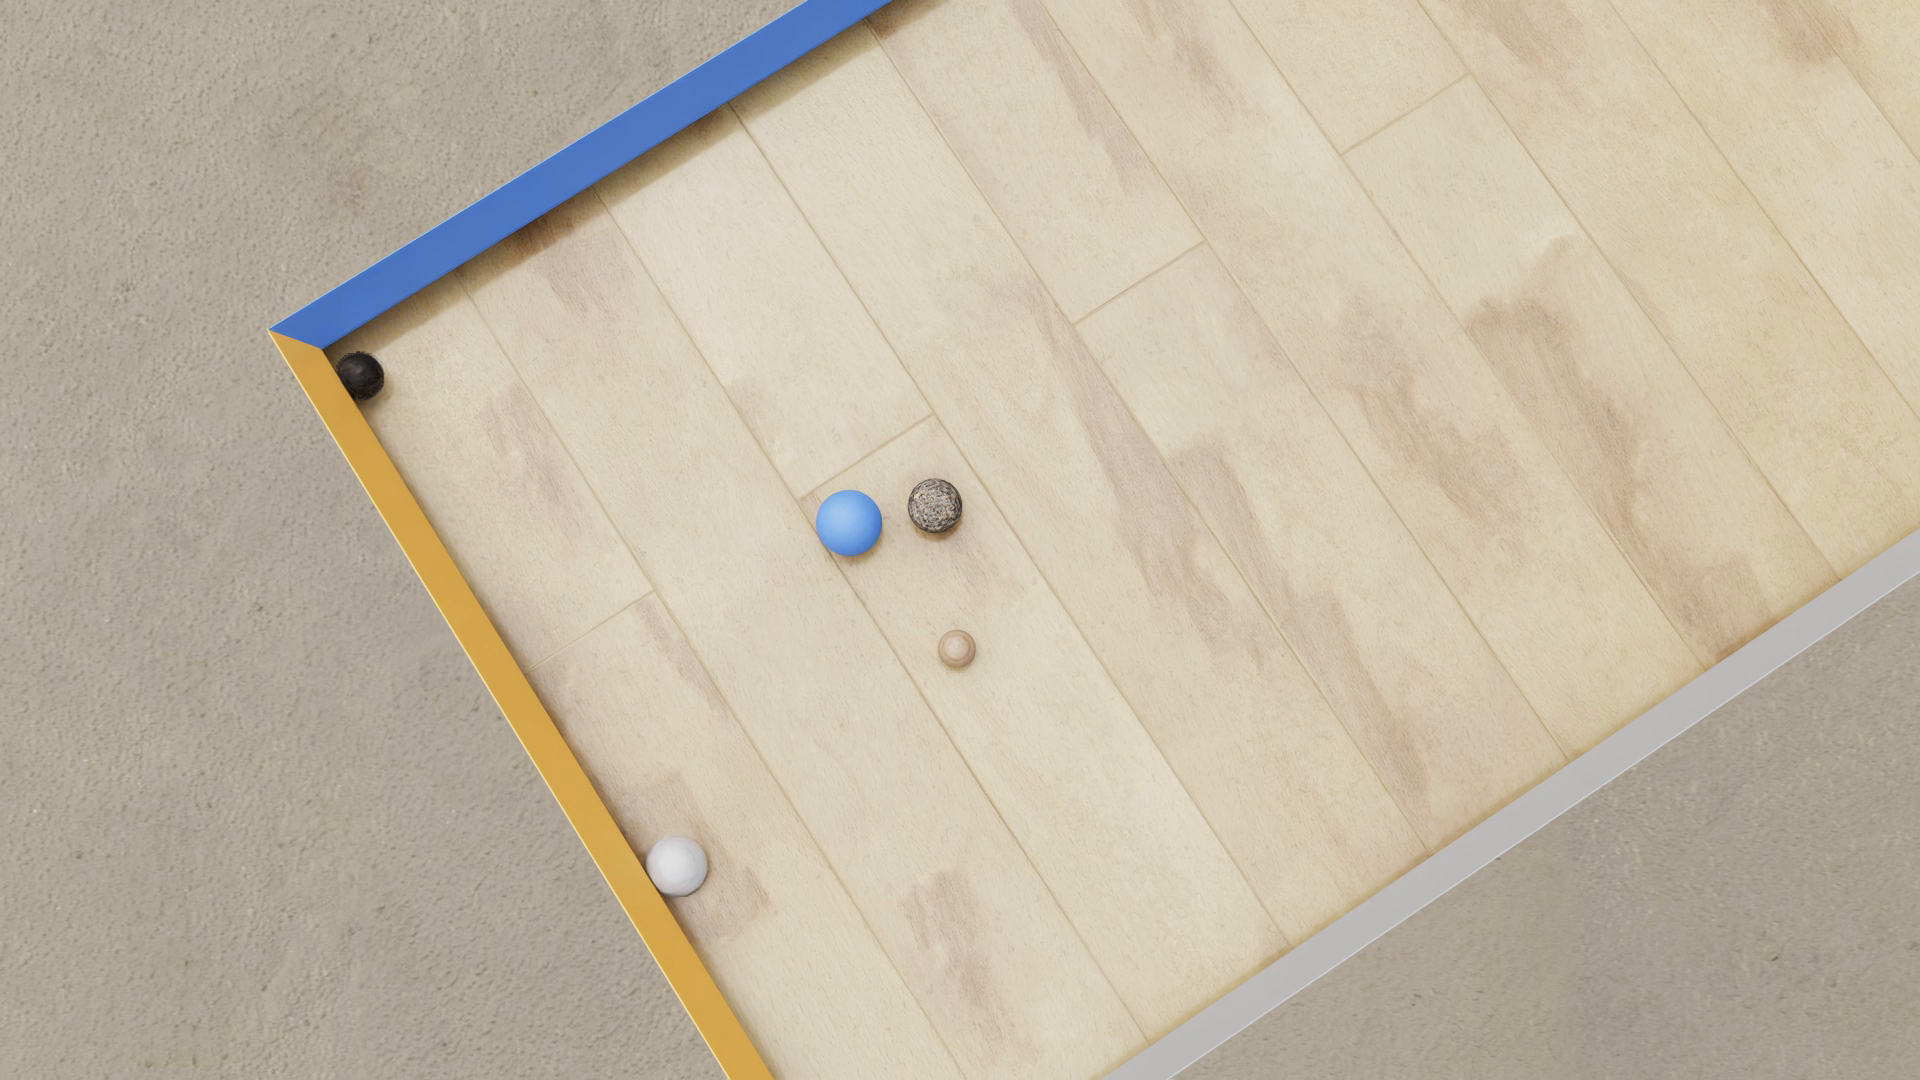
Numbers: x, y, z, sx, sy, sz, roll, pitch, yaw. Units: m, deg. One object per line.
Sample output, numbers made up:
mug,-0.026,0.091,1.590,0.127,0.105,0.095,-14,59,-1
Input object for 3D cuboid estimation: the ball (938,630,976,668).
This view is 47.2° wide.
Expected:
ball,-0.005,0.161,3.260,0.058,0.058,0.058,0,80,0

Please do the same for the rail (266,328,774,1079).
rail,-0.561,0.356,3.189,0.045,0.128,1.618,-33,82,-5

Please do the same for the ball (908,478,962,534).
ball,-0.037,-0.051,3.284,0.082,0.082,0.082,0,80,0

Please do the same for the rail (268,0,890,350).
rail,0.153,-1.025,3.426,2.773,0.128,0.045,-33,82,-5

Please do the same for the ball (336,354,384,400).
ball,-0.906,-0.246,3.323,0.071,0.071,0.071,0,80,0

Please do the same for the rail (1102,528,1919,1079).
rail,1.009,0.272,3.204,2.773,0.128,0.045,-33,82,-5

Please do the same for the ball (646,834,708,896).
ball,-0.411,0.472,3.191,0.089,0.089,0.089,0,80,0

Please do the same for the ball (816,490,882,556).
ball,-0.165,-0.025,3.271,0.099,0.099,0.099,0,80,0
